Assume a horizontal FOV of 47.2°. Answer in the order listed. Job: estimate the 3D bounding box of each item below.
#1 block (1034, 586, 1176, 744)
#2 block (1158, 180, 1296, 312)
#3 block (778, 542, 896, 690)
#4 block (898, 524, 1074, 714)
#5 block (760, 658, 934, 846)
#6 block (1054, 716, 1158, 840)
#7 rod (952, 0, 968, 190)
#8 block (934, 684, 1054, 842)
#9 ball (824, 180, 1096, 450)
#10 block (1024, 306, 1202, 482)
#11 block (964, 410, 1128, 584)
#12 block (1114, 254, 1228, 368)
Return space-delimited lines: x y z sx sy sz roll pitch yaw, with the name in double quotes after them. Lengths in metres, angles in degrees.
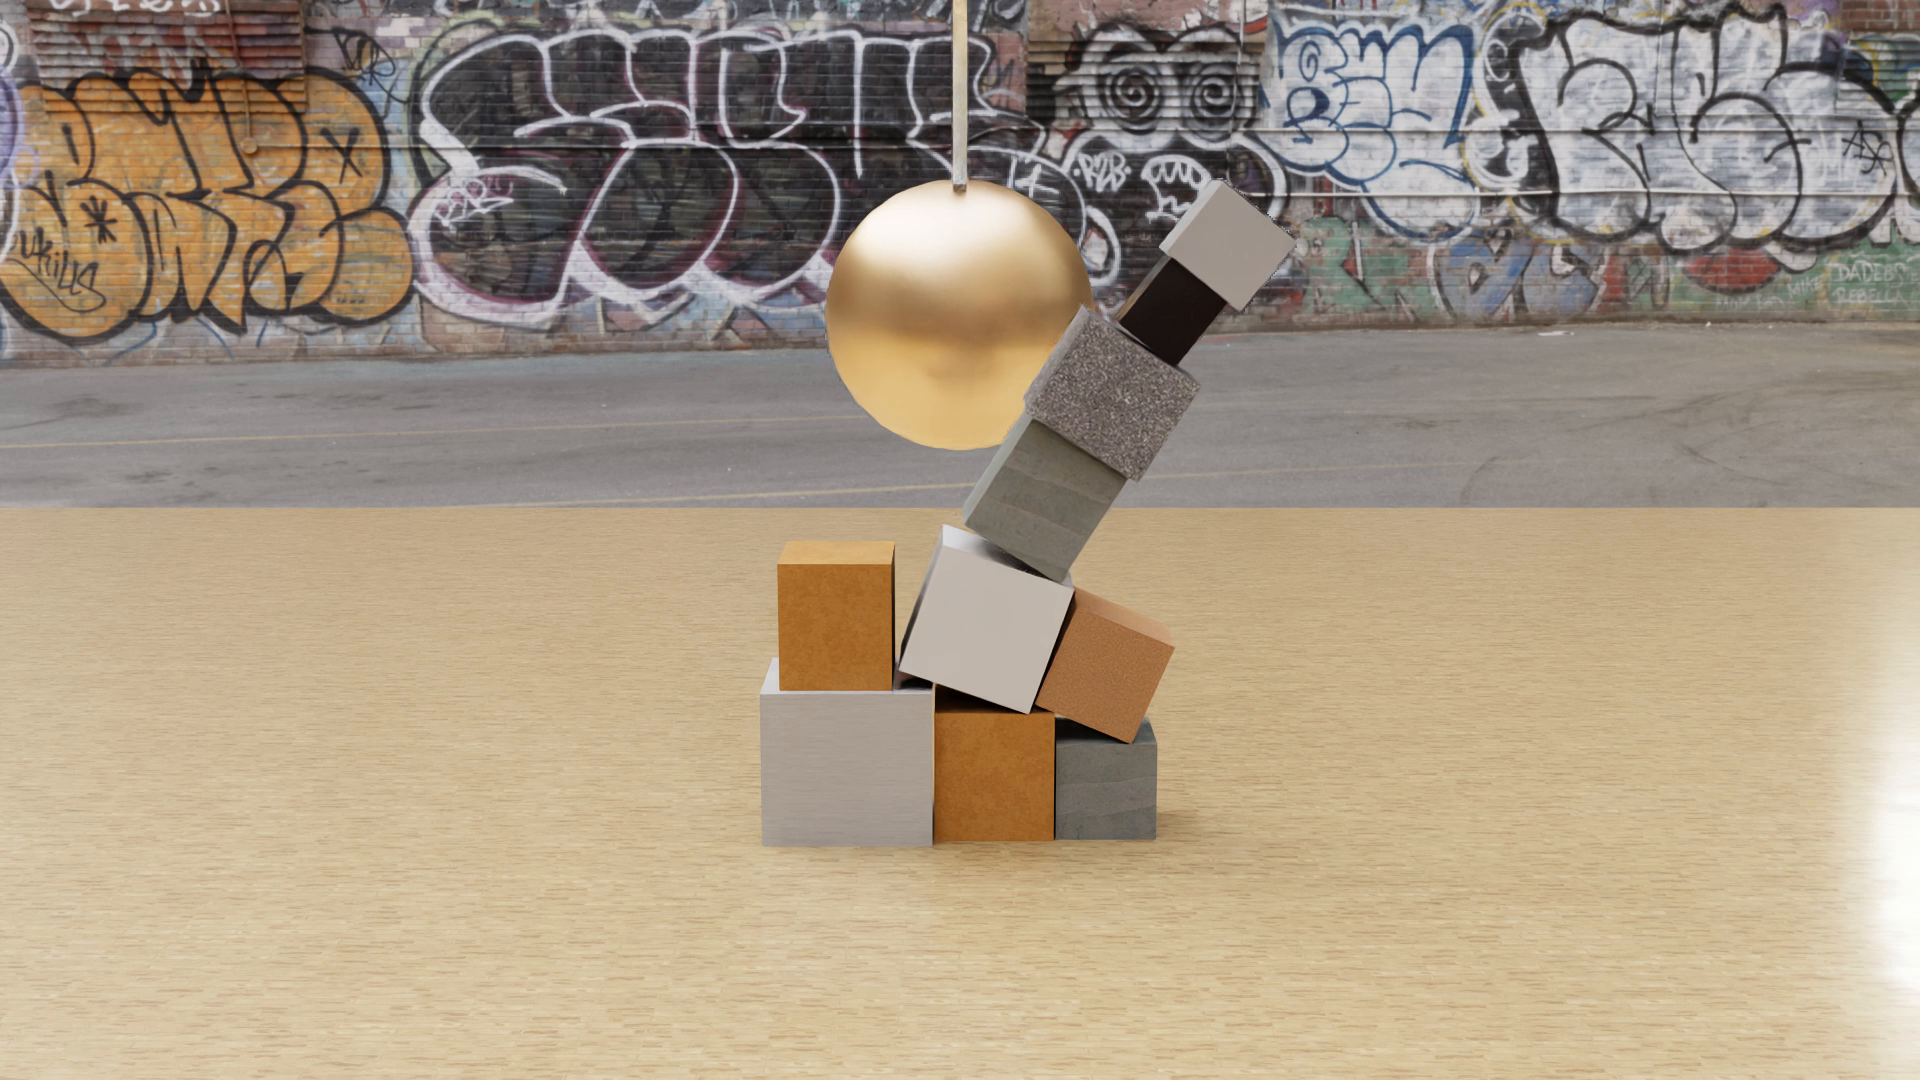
0.725 0.634 11.295 0.534 0.544 0.537 23 10 -4 "block"
1.319 -1.464 10.902 0.465 0.432 0.453 38 8 -7 "block"
-0.623 0.381 11.255 0.564 0.645 0.627 0 10 0 "block"
0.130 0.395 11.247 0.691 0.677 0.597 19 10 -4 "block"
-0.568 1.085 11.392 0.857 0.789 0.784 0 10 0 "block"
0.741 1.229 11.405 0.511 0.501 0.538 0 10 0 "block"
0.000 -4.261 11.319 0.080 5.200 0.080 0 31 0 "rod"
0.173 1.146 11.402 0.605 0.666 0.620 0 10 0 "block"
0.000 -1.332 13.047 1.600 1.600 1.600 0 10 0 "ball"
0.750 -0.743 11.041 0.646 0.563 0.693 32 9 -5 "block"
0.426 -0.248 11.142 0.560 0.638 0.616 32 9 -6 "block"
1.048 -1.151 10.992 0.356 0.413 0.384 38 8 -6 "block"
